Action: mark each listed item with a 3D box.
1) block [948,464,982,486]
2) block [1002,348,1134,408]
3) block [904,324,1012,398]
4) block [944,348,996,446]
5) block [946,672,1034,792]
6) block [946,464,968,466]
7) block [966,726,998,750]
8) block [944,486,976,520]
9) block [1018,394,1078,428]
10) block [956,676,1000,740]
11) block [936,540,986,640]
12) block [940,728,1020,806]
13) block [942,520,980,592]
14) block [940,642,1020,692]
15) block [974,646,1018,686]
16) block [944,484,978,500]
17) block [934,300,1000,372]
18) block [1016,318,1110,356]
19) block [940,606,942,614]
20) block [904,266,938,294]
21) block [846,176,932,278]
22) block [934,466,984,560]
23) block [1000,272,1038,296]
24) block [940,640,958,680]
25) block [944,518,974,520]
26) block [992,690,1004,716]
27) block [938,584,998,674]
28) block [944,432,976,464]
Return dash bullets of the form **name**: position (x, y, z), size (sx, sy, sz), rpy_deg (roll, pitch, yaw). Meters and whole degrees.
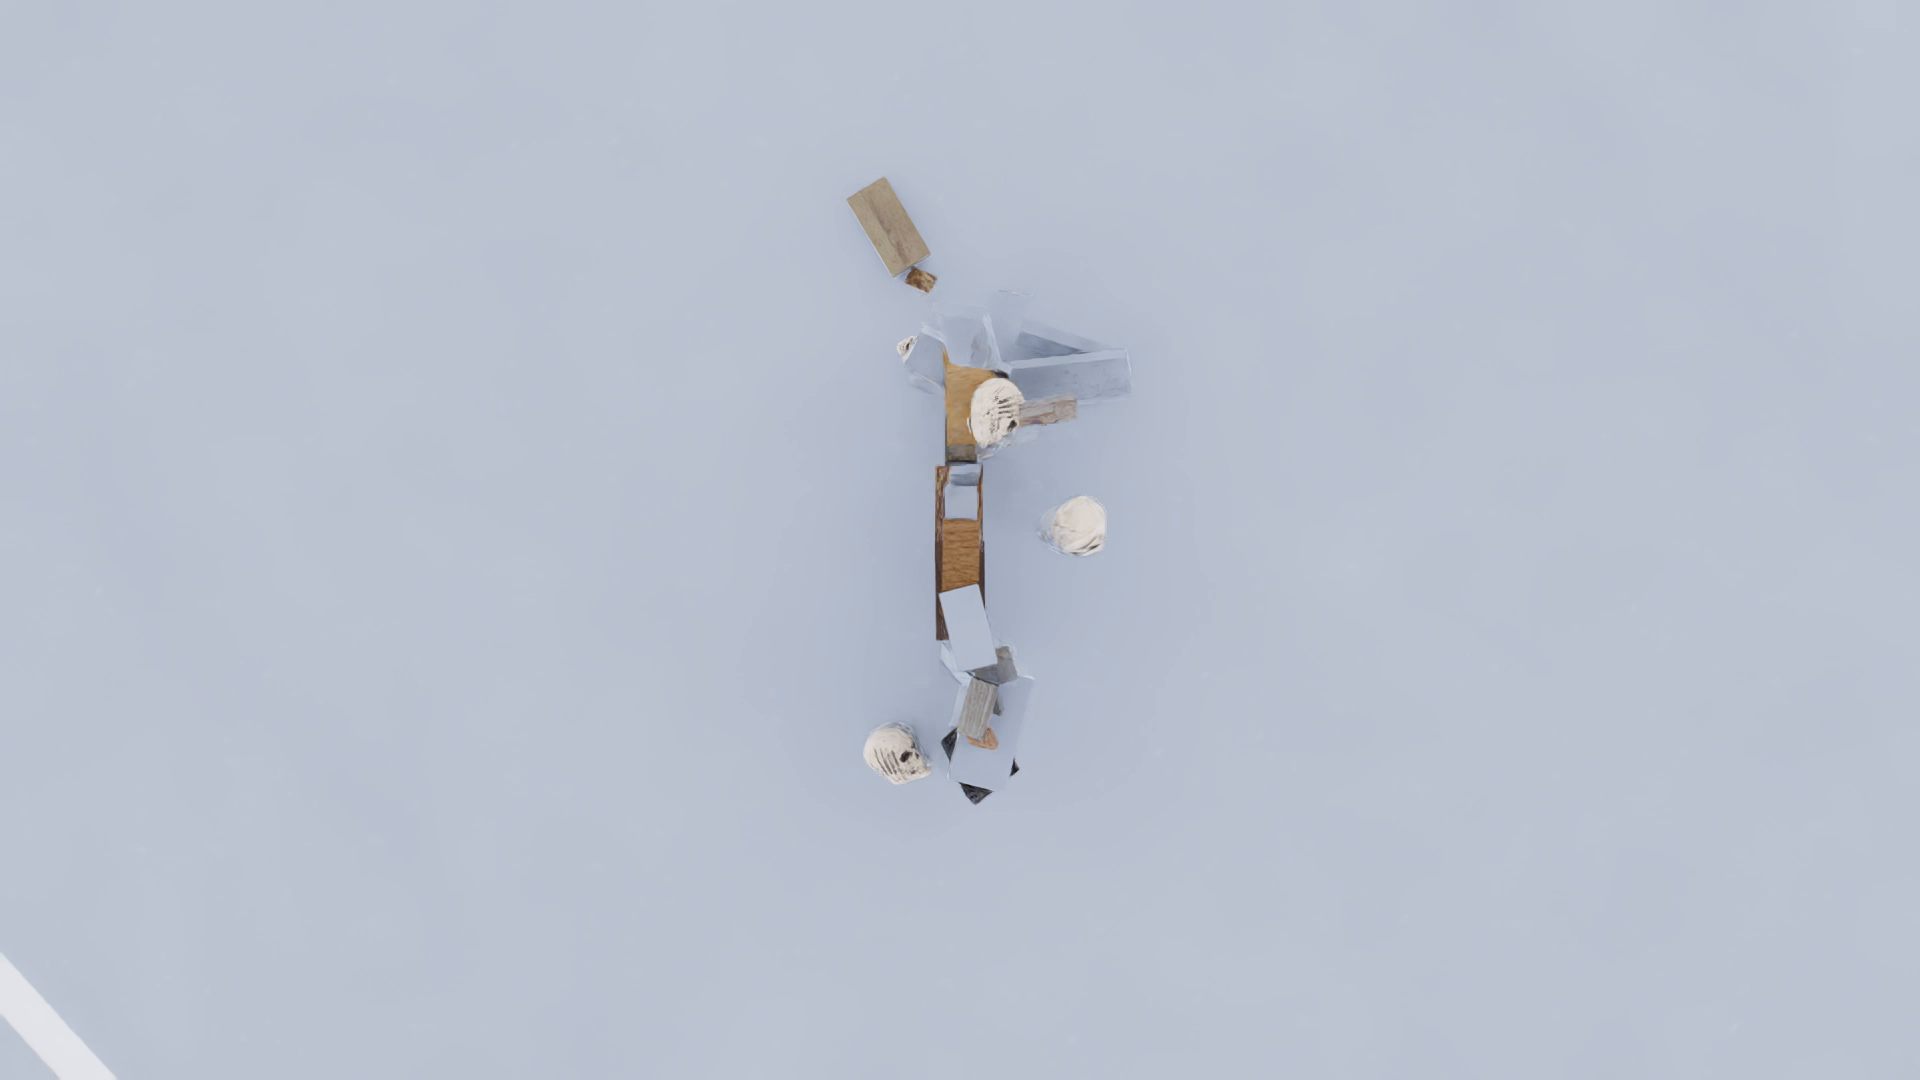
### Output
- **block**: position (0.013, -0.191, 4.950), size (0.087, 0.175, 0.025), rpy_deg (-7, 79, -4)
- **block**: position (0.348, -0.527, 5.387), size (0.419, 0.044, 0.154), rpy_deg (-5, 133, 13)
- **block**: position (-0.007, -0.548, 5.226), size (0.309, 0.044, 0.154), rpy_deg (25, 132, -5)
- **block**: position (0.032, -0.452, 5.180), size (0.154, 0.044, 0.309), rpy_deg (-2, 112, 2)
- **block**: position (0.089, 0.549, 4.817), size (0.172, 0.049, 0.345), rpy_deg (14, 93, -6)
- **block**: position (0.002, -0.246, 5.399), size (0.101, 0.202, 0.029), rpy_deg (0, 105, 0)
- **block**: position (0.058, 0.560, 4.703), size (0.080, 0.160, 0.023), rpy_deg (11, 68, 14)
- **block**: position (0.002, -0.065, 4.953), size (0.095, 0.027, 0.191), rpy_deg (0, 94, 0)
- **block**: position (0.265, -0.390, 4.975), size (0.175, 0.087, 0.025), rpy_deg (-10, 130, 8)
- **block**: position (0.050, 0.472, 4.613), size (0.080, 0.023, 0.160), rpy_deg (17, 94, 14)
- **block**: position (0.001, 0.148, 4.849), size (0.145, 0.041, 0.290), rpy_deg (-1, 90, 0)
- **block**: position (0.056, 0.672, 5.175), size (0.172, 0.648, 0.049), rpy_deg (-39, 100, -1)
- **block**: position (0.002, 0.045, 4.608), size (0.102, 0.029, 0.204), rpy_deg (1, 90, -2)
- **block**: position (0.067, 0.393, 5.016), size (0.172, 0.345, 0.049), rpy_deg (5, 103, -17)
- **block**: position (0.097, 0.364, 4.668), size (0.113, 0.225, 0.032), rpy_deg (-18, 67, 1)
- **block**: position (0.001, -0.148, 5.060), size (0.095, 0.191, 0.027), rpy_deg (-2, 99, -3)
- **block**: position (0.024, -0.601, 4.875), size (0.149, 0.298, 0.042), rpy_deg (10, 68, 14)
- **block**: position (0.336, -0.641, 5.423), size (0.298, 0.149, 0.042), rpy_deg (18, 79, 0)
- **block**: position (0.000, 0.191, 4.703), size (0.113, 0.251, 0.032), rpy_deg (-1, 89, 0)
- **block**: position (-0.130, -0.859, 5.451), size (0.017, 0.122, 0.061), rpy_deg (31, 90, -44)
- **block**: position (-0.237, -1.039, 5.479), size (0.149, 0.042, 0.298), rpy_deg (-31, 90, 0)
- **block**: position (-0.004, -0.084, 5.181), size (0.149, 0.042, 0.298), rpy_deg (1, 90, 0)
- **block**: position (0.194, -0.852, 5.491), size (0.122, 0.017, 0.061), rpy_deg (9, 90, 0)
- **block**: position (0.001, 0.309, 5.216), size (0.133, 0.038, 0.266), rpy_deg (0, 90, 0)
- **block**: position (0.002, -0.032, 4.784), size (0.087, 0.309, 0.025), rpy_deg (-1, 97, -2)
- **block**: position (0.077, 0.454, 4.697), size (0.080, 0.160, 0.023), rpy_deg (14, 67, 14)
- **block**: position (0.022, 0.245, 4.553), size (0.113, 0.032, 0.225), rpy_deg (-14, 83, -1)
- **block**: position (0.002, -0.331, 5.419), size (0.101, 0.202, 0.029), rpy_deg (0, 135, 0)
